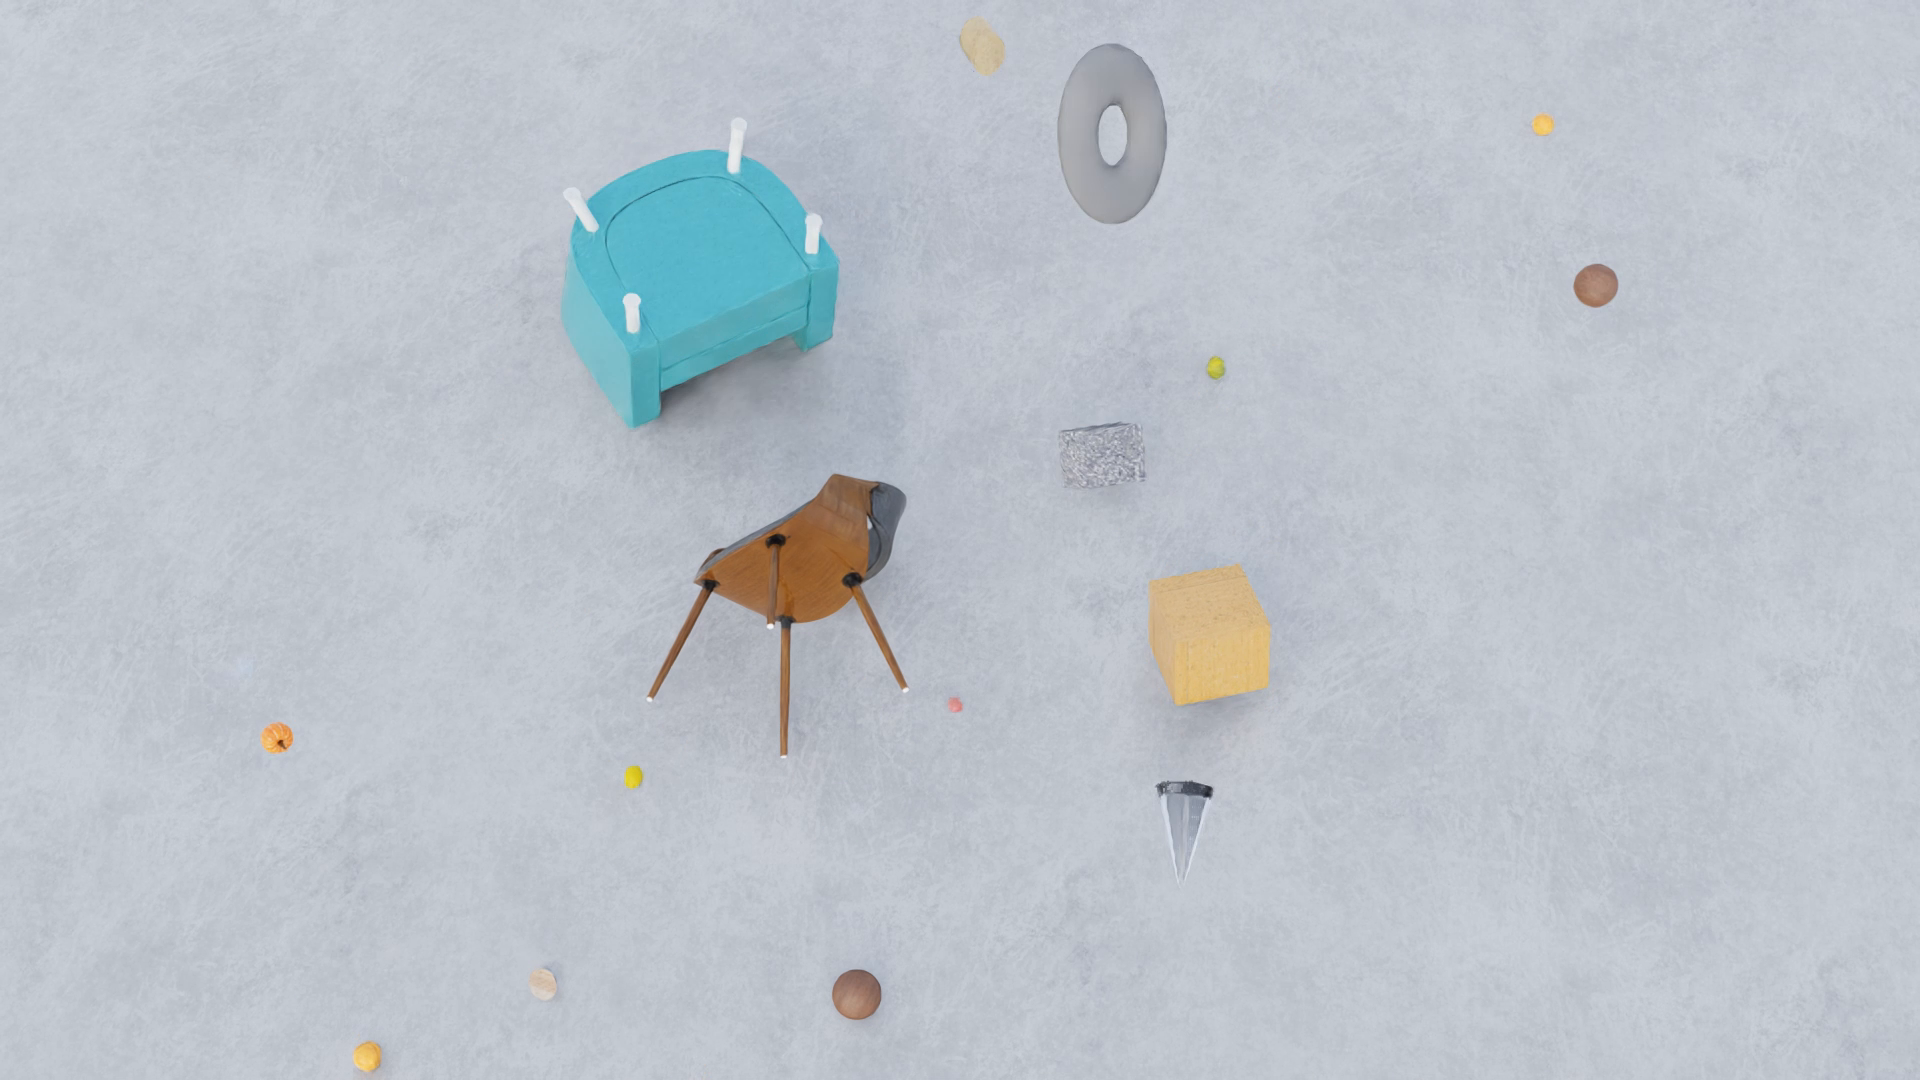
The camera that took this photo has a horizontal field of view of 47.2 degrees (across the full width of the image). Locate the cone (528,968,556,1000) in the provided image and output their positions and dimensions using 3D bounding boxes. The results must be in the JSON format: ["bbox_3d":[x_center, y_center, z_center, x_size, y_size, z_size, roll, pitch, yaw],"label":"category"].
[{"bbox_3d":[-1.084,1.162,5.776,0.090,0.041,0.084,14,99,26],"label":"cone"}]

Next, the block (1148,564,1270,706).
[{"bbox_3d":[0.701,0.266,6.210,0.271,0.238,0.273,-11,40,-7],"label":"block"}]

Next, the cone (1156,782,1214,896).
[{"bbox_3d":[0.606,0.820,5.980,0.162,0.148,0.299,11,69,-17],"label":"cone"}]

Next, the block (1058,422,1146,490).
[{"bbox_3d":[0.426,-0.253,6.577,0.210,0.137,0.172,-9,98,-28],"label":"block"}]

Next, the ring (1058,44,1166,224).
[{"bbox_3d":[0.449,-1.189,6.458,0.401,0.540,0.092,-27,31,-30],"label":"ring"}]

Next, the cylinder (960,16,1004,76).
[{"bbox_3d":[0.064,-1.425,6.342,0.095,0.128,0.119,-10,44,-19],"label":"cylinder"}]
